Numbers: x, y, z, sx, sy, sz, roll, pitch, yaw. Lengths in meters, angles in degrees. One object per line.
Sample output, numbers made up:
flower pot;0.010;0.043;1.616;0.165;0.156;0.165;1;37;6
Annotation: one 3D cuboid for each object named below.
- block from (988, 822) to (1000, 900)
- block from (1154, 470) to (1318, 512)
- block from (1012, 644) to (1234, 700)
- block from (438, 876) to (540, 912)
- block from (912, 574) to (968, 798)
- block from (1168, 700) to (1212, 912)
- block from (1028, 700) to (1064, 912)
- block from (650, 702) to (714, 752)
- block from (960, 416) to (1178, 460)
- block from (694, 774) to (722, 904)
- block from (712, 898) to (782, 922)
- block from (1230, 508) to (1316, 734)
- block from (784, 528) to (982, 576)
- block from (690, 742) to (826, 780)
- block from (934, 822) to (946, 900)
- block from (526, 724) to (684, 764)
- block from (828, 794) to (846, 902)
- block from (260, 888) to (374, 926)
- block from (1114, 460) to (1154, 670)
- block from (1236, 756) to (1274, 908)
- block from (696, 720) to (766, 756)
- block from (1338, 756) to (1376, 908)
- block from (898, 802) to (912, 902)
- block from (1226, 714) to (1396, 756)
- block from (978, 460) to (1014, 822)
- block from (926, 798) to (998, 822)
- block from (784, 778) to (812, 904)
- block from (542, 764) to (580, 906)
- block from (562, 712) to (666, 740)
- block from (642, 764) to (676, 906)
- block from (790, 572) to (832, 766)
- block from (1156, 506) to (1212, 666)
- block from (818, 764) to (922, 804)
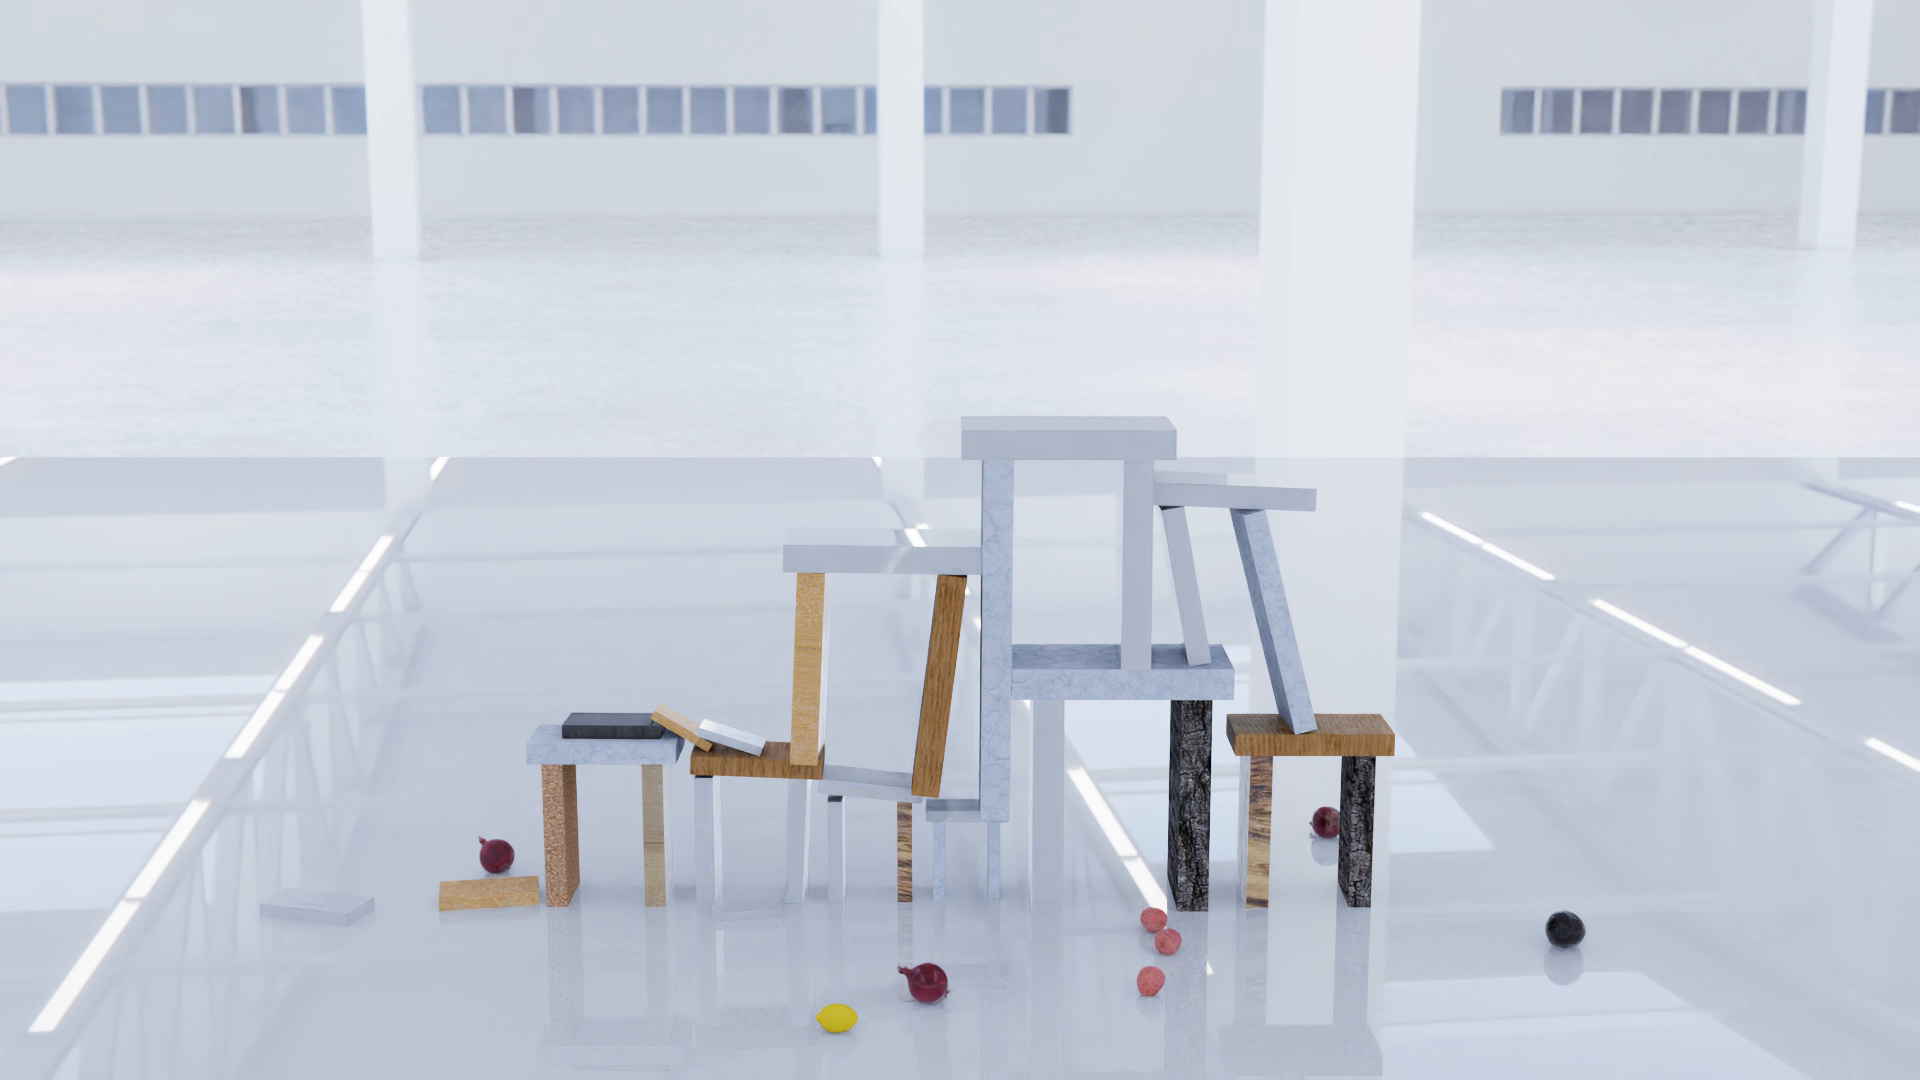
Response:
block;0.056;0.524;3.655;0.019;0.135;0.068;0;11;0
block;0.435;-0.080;3.542;0.258;0.037;0.129;2;10;0
block;0.261;0.215;3.602;0.355;0.050;0.178;0;11;0
block;-0.778;0.584;3.638;0.161;0.023;0.081;-2;11;-11
block;-0.034;0.222;3.597;0.045;0.365;0.158;7;10;-1
block;0.379;0.415;3.639;0.050;0.356;0.178;0;11;0
block;0.142;0.415;3.639;0.050;0.356;0.178;0;11;0
block;-0.453;0.307;3.613;0.109;0.015;0.054;31;10;-3
block;0.170;-0.164;3.526;0.337;0.048;0.169;0;11;0
block;-0.418;0.484;3.653;0.030;0.215;0.108;0;11;0
block;-0.346;0.600;3.571;0.109;0.015;0.054;-2;11;-9
block;0.507;0.122;3.573;0.037;0.370;0.129;-15;11;-1
block;-0.123;0.017;3.563;0.316;0.045;0.158;1;10;0
block;-0.332;0.360;3.622;0.215;0.030;0.108;3;11;-2
block;-0.034;0.524;3.655;0.019;0.135;0.068;0;11;0
block;-0.581;0.336;3.618;0.242;0.034;0.121;0;11;0
block;-0.205;0.505;3.654;0.024;0.172;0.086;0;11;0
block;-1.044;0.596;3.574;0.161;0.023;0.081;3;11;17
block;0.281;0.025;3.562;0.048;0.338;0.169;0;11;0
block;0.487;0.464;3.641;0.036;0.257;0.129;0;11;0
block;-0.374;0.324;3.606;0.109;0.015;0.054;18;11;-1
block;0.657;0.464;3.643;0.036;0.257;0.129;0;11;2
block;-0.091;0.505;3.654;0.024;0.172;0.086;0;11;-1
block;0.574;0.320;3.615;0.257;0.036;0.129;0;11;0
block;0.058;0.149;3.585;0.048;0.589;0.169;0;11;0
block;0.011;0.448;3.641;0.135;0.019;0.067;0;11;0
block;-0.269;0.483;3.653;0.030;0.215;0.108;3;11;0
block;-0.661;0.472;3.643;0.034;0.242;0.121;0;11;0
block;-0.567;0.306;3.622;0.161;0.023;0.081;0;11;1
block;-0.499;0.472;3.644;0.034;0.242;0.121;0;11;0
block;-0.243;0.193;3.596;0.045;0.316;0.158;3;10;0
block;0.361;0.064;3.568;0.037;0.258;0.129;-11;10;2
block;-0.147;0.402;3.629;0.172;0.024;0.086;6;10;-2
